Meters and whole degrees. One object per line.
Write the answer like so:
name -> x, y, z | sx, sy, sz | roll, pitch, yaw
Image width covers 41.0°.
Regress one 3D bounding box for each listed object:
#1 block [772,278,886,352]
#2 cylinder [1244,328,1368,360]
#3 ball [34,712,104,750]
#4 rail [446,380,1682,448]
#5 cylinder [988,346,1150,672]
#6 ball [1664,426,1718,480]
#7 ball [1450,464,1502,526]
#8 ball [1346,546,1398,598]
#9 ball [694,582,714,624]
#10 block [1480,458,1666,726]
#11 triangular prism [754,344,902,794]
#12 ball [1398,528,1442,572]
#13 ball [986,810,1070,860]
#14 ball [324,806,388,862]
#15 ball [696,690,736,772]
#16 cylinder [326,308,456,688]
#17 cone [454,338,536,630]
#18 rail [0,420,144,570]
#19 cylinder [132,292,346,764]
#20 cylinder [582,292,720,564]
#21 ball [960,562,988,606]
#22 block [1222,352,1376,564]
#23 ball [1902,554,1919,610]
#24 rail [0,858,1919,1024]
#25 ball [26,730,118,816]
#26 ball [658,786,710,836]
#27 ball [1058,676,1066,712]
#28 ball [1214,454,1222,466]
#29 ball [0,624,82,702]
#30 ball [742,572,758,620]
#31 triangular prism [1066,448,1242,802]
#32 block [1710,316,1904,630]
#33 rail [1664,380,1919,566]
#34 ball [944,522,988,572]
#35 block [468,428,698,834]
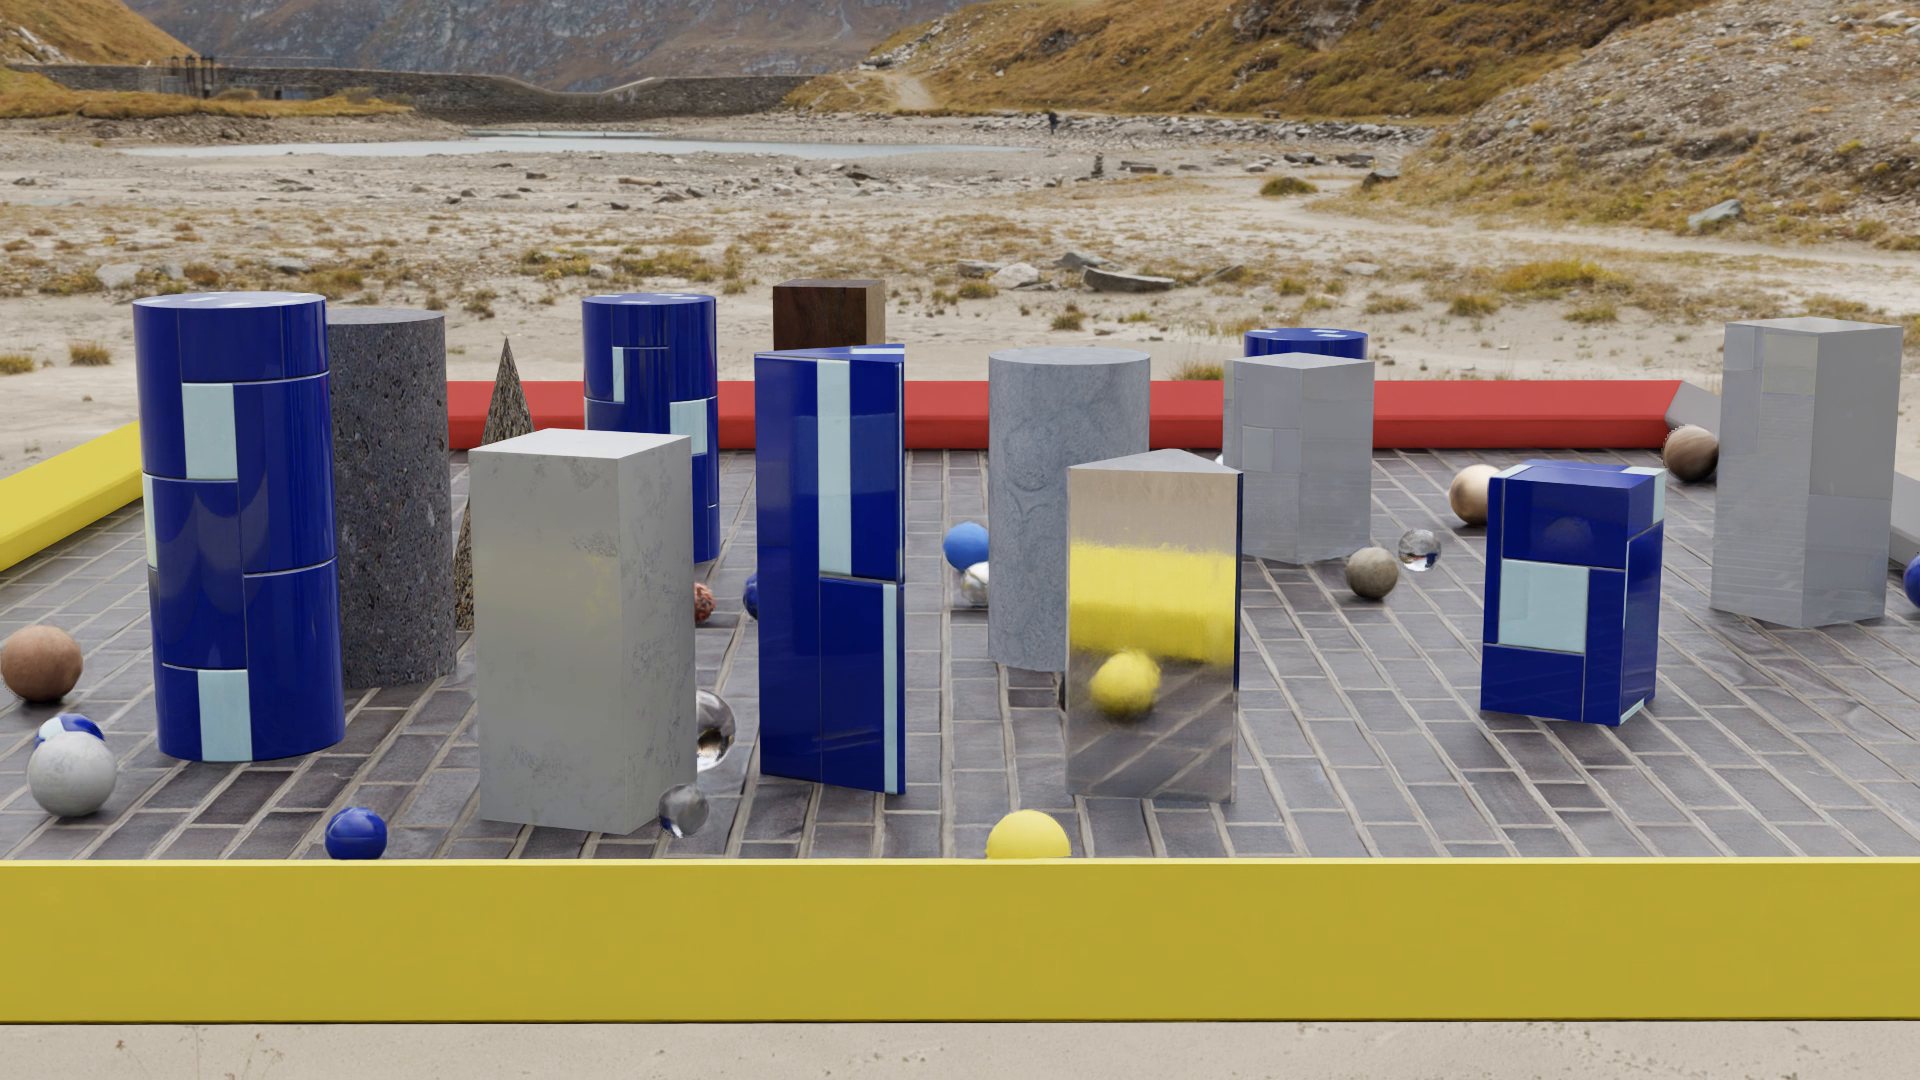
block -> -0.220, -0.255, 4.365 | 0.159, 0.364, 0.159 | 2, 11, 10
cylinder -> 0.556, -0.183, 4.153 | 0.199, 0.301, 0.199 | 0, 10, 0
ball -> -0.919, 0.213, 2.648 | 0.069, 0.069, 0.069 | 0, 10, 0
rail -> -0.009, -0.237, 4.910 | 2.797, 0.129, 0.045 | 0, 10, 0
cylinder -> 0.134, -0.042, 3.181 | 0.199, 0.376, 0.199 | 0, 10, 0
ball -> 1.300, -0.155, 4.561 | 0.096, 0.096, 0.096 | 0, 10, 0
ball -> 0.833, -0.072, 4.105 | 0.099, 0.099, 0.099 | 0, 10, 0
ball -> 0.569, 0.045, 3.546 | 0.072, 0.072, 0.072 | 0, 10, 0
ball -> -0.352, 0.083, 3.391 | 0.054, 0.054, 0.054 | 0, 10, 0
block -> 0.704, 0.056, 2.945 | 0.159, 0.269, 0.159 | 6, 12, 29
triangular prism -> -0.098, 0.022, 2.661 | 0.172, 0.439, 0.149 | 6, 12, 28
ball -> 0.670, 0.014, 3.740 | 0.063, 0.063, 0.063 | 0, 10, 0
ball -> 0.060, 0.278, 2.281 | 0.075, 0.075, 0.075 | 0, 10, 0
ball -> -0.554, 0.273, 2.354 | 0.057, 0.057, 0.057 | 0, 10, 0
ball -> -0.277, 0.199, 2.676 | 0.087, 0.087, 0.087 | 0, 10, 0
cylinder -> -0.716, -0.055, 3.097 | 0.199, 0.432, 0.199 | 0, 10, 0
cone -> -0.596, -0.084, 3.402 | 0.199, 0.378, 0.199 | 0, 10, 0
rail -> -1.375, 0.035, 3.441 | 0.045, 0.129, 3.019 | 0, 10, 0
cylinder -> -0.775, -0.019, 2.767 | 0.199, 0.481, 0.199 | 0, 10, 0
cylinder -> -0.461, -0.168, 3.837 | 0.199, 0.386, 0.199 | 0, 10, 0
ball -> 0.032, 0.060, 3.494 | 0.061, 0.061, 0.061 | 0, 10, 0
block -> 0.509, -0.127, 3.875 | 0.159, 0.290, 0.159 | -9, 13, -39
ball -> 1.312, 0.056, 3.447 | 0.086, 0.086, 0.086 | 0, 10, 0
rail -> 0.009, 0.303, 1.988 | 2.797, 0.129, 0.045 | 0, 10, 0
ball -> -0.871, 0.229, 2.518 | 0.084, 0.084, 0.084 | 0, 10, 0
ball -> -0.265, 0.259, 2.454 | 0.049, 0.049, 0.049 | 0, 10, 0
ball -> 0.140, 0.174, 2.885 | 0.059, 0.059, 0.059 | 0, 10, 0
ball -> 0.466, -0.115, 4.414 | 0.072, 0.072, 0.072 | 0, 10, 0
ball -> -1.063, 0.143, 2.971 | 0.090, 0.090, 0.090 | 0, 10, 0
ball -> -0.252, 0.074, 3.392 | 0.072, 0.072, 0.072 | 0, 10, 0
triangular prism -> 0.206, 0.082, 2.625 | 0.172, 0.334, 0.149 | 2, 11, 12
block -> 1.129, -0.094, 3.429 | 0.159, 0.389, 0.159 | -6, 12, -29
rail -> 1.375, 0.032, 3.457 | 0.045, 0.129, 3.019 | 0, 10, 0
ball -> 0.011, 0.010, 3.737 | 0.072, 0.072, 0.072 | 0, 10, 0
block -> -0.368, 0.085, 2.526 | 0.159, 0.365, 0.159 | 4, 11, 19
